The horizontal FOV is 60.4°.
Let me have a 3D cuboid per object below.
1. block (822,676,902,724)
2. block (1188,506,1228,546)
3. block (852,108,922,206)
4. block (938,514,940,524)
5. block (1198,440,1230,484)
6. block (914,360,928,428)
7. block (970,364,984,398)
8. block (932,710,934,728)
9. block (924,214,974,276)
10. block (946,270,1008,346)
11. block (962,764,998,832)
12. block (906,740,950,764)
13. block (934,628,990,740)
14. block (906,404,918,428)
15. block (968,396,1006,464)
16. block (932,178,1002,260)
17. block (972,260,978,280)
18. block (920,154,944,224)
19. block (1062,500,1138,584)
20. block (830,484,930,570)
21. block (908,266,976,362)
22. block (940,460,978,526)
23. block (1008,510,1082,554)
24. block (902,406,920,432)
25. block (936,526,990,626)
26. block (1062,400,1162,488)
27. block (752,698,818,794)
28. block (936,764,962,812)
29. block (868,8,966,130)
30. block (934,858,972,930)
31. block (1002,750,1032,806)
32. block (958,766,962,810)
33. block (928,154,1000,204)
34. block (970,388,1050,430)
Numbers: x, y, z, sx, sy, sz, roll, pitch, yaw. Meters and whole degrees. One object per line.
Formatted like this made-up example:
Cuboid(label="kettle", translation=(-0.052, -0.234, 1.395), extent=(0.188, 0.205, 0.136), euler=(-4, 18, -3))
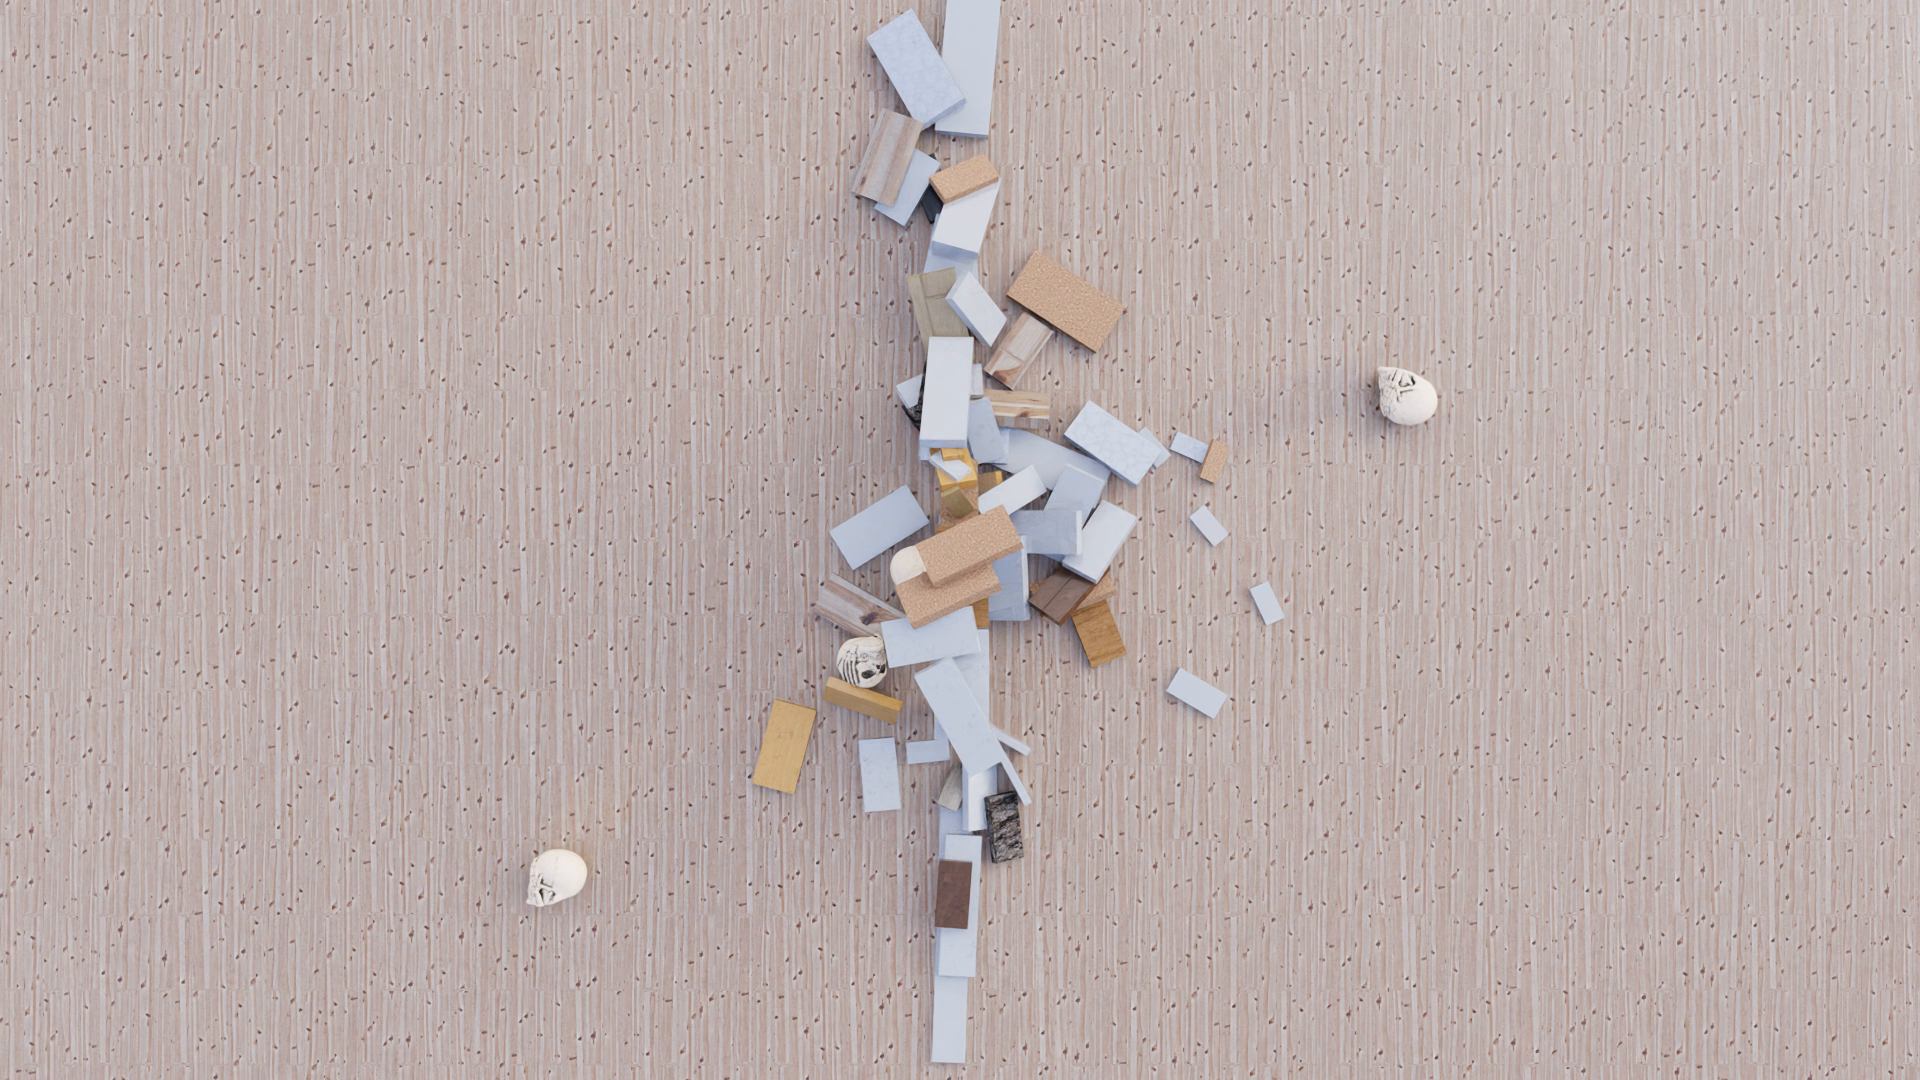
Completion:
Cuboid(label="block", translation=(-0.322, 0.530, 5.436), extent=(0.254, 0.127, 0.036), euler=(19, 62, 0))
Cuboid(label="block", translation=(0.828, -0.048, 5.491), extent=(0.064, 0.018, 0.128), euler=(-40, 90, 0))
Cuboid(label="block", translation=(-0.240, -1.259, 5.430), extent=(0.144, 0.041, 0.289), euler=(26, 99, 25))
Cuboid(label="block", translation=(-0.007, -0.077, 5.378), extent=(0.121, 0.242, 0.034), euler=(0, 95, 0))
Cuboid(label="block", translation=(0.844, -0.261, 5.479), extent=(0.067, 0.019, 0.133), euler=(21, 90, -21))
Cuboid(label="block", translation=(-0.075, -0.469, 5.370), extent=(0.114, 0.032, 0.229), euler=(9, 66, 0))
Cuboid(label="block", translation=(0.041, -0.525, 5.453), extent=(0.067, 0.019, 0.134), euler=(-2, 54, 0))
Cuboid(label="block", translation=(-0.001, 0.562, 5.330), extent=(0.170, 0.339, 0.048), euler=(-1, 90, 0))
Cuboid(label="block", translation=(-0.035, -0.906, 5.449), extent=(0.155, 0.044, 0.311), euler=(12, 90, 0))
Cuboid(label="block", translation=(0.055, -0.755, 5.394), extent=(0.237, 0.034, 0.118), euler=(47, 63, -38))
Cuboid(label="block", translation=(0.065, 0.835, 5.451), extent=(0.119, 0.034, 0.238), euler=(0, 90, -37))
Cuboid(label="block", translation=(-0.106, 0.702, 5.490), extent=(0.141, 0.020, 0.071), euler=(-6, 90, 0))
Cuboid(label="block", translation=(0.005, 0.448, 5.136), extent=(0.170, 0.048, 0.339), euler=(0, 90, 0))
Cuboid(label="block", translation=(-0.109, -0.422, 5.377), extent=(0.126, 0.018, 0.063), euler=(-28, 67, -15))
Cuboid(label="block", translation=(0.074, -0.356, 5.364), extent=(0.101, 0.029, 0.203), euler=(-15, 109, 7))
Cuboid(label="block", translation=(0.022, -1.074, 5.412), extent=(0.155, 0.044, 0.310), euler=(16, 65, 2))
Cuboid(label="block", translation=(0.008, -0.885, 5.485), extent=(0.104, 0.029, 0.207), euler=(-4, 90, 0))
Cuboid(label="block", translation=(-0.093, -1.169, 5.485), extent=(0.104, 0.029, 0.207), euler=(-23, 90, 0))
Cuboid(label="block", translation=(0.459, 0.005, 5.424), extent=(0.130, 0.037, 0.261), euler=(29, 71, 18))
Cuboid(label="block", translation=(-0.267, -0.043, 5.479), extent=(0.300, 0.042, 0.150), euler=(-32, 90, 0))
Cuboid(label="block", translation=(-0.060, -0.727, 5.413), extent=(0.155, 0.044, 0.310), euler=(-10, 111, 9))
Cuboid(label="block", translation=(-0.003, -0.133, 5.239), extent=(0.121, 0.034, 0.242), euler=(-1, 90, 0))
Cuboid(label="block", translation=(0.263, -0.028, 5.411), extent=(0.279, 0.040, 0.139), euler=(1, 96, 28))
Cuboid(label="block", translation=(-0.118, -0.402, 5.468), extent=(0.076, 0.022, 0.152), euler=(-36, 90, 0))
Cuboid(label="block", translation=(0.009, 0.114, 5.163), extent=(0.158, 0.045, 0.315), euler=(-1, 90, 0))
Cuboid(label="block", translation=(0.503, -0.317, 5.451), extent=(0.293, 0.042, 0.147), euler=(35, 78, 5))
Cuboid(label="block", translation=(-0.582, 0.685, 5.480), extent=(0.143, 0.041, 0.286), euler=(15, 90, 0))
Cuboid(label="block", translation=(-0.018, 0.819, 5.443), extent=(0.071, 0.020, 0.141), euler=(23, 73, 0))
Cuboid(label="block", translation=(-0.143, -1.551, 5.440), extent=(0.177, 0.050, 0.354), euler=(-31, 83, 9))
Cuboid(label="block", translation=(-0.022, 1.163, 5.420), extent=(0.109, 0.031, 0.219), euler=(4, 90, 0))
Cuboid(label="block", translation=(0.181, 0.786, 5.454), extent=(0.026, 0.091, 0.183), euler=(-28, 90, 0))
Cuboid(label="block", translation=(0.006, 0.813, 5.469), extent=(0.071, 0.020, 0.141), euler=(32, 73, 2))
Cuboid(label="block", translation=(0.013, -1.188, 5.423), extent=(0.207, 0.029, 0.104), euler=(-27, 71, -16))
Cuboid(label="block", translation=(0.145, -0.434, 5.430), extent=(0.293, 0.147, 0.042), euler=(4, 129, 0))
